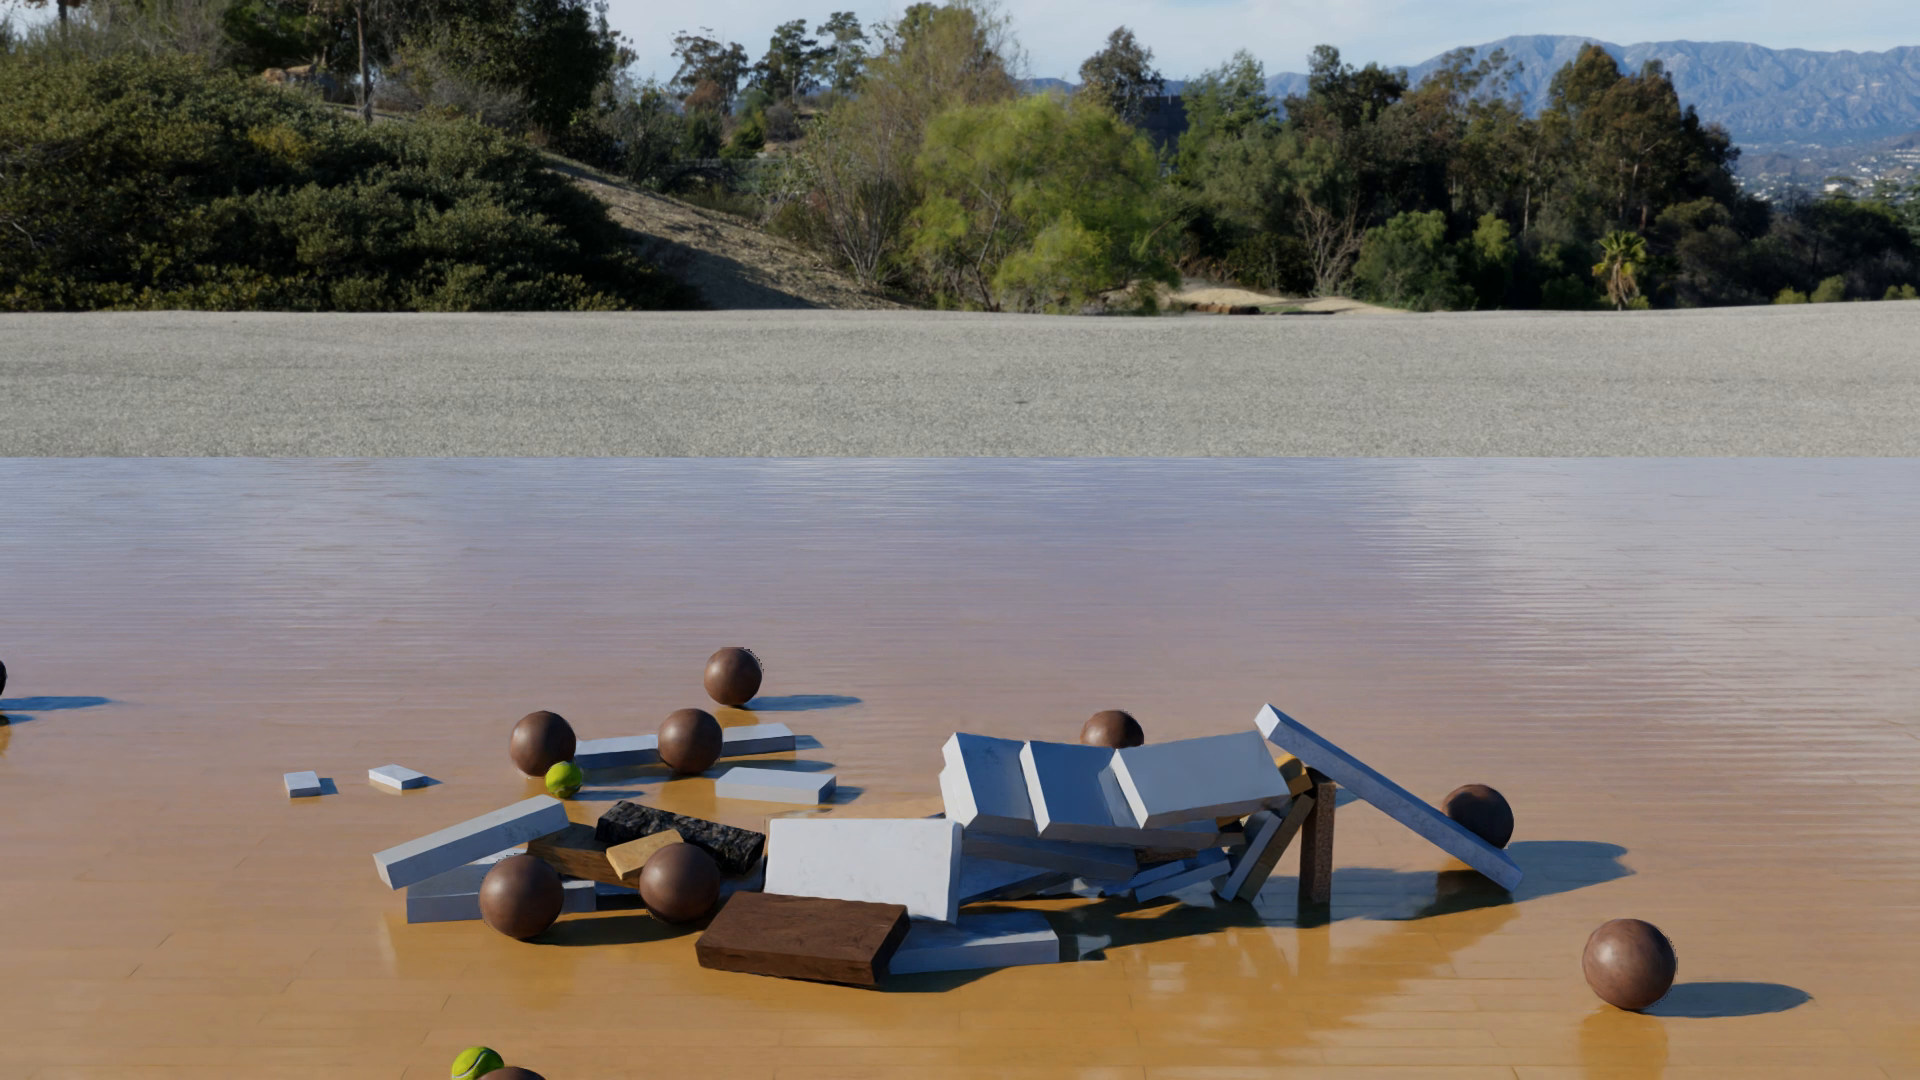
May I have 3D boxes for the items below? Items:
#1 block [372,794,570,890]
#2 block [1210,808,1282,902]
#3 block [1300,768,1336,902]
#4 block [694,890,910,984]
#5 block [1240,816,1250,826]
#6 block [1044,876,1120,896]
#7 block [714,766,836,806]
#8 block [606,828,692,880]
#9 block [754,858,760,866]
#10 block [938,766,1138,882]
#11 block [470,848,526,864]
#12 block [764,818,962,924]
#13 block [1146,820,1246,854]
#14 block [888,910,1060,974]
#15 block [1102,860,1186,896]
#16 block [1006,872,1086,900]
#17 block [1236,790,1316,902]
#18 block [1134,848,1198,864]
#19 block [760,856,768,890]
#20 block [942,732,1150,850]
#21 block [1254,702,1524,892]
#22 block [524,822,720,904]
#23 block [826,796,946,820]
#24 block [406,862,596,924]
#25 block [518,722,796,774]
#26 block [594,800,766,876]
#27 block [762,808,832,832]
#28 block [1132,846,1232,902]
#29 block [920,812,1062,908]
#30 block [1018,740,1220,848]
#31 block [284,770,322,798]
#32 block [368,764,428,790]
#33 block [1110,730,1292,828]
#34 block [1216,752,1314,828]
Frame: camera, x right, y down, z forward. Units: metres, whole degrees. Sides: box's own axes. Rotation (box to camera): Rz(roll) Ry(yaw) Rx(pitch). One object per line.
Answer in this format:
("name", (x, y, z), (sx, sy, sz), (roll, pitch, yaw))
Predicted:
("block", (-0.809, 0.497, 3.640), (0.299, 0.042, 0.149), (-19, 6, -22))
("block", (0.475, 0.515, 3.655), (0.023, 0.163, 0.081), (30, 7, -9))
("block", (0.594, 0.490, 3.656), (0.029, 0.202, 0.101), (0, 10, -4))
("block", (-0.238, 0.603, 3.344), (0.292, 0.041, 0.146), (1, 26, 22))
("block", (0.573, 0.481, 4.151), (0.131, 0.037, 0.263), (10, 14, 43))
("block", (0.214, 0.558, 3.666), (0.139, 0.020, 0.069), (-13, 13, 19))
("block", (-0.353, 0.472, 4.223), (0.209, 0.030, 0.104), (3, 11, 15))
("block", (-0.510, 0.515, 3.607), (0.123, 0.017, 0.062), (-14, 42, -29))
("block", (-0.416, 0.552, 3.824), (0.123, 0.017, 0.062), (5, 11, 24))
("block", (0.128, 0.456, 3.552), (0.328, 0.041, 0.146), (14, 43, -28))
("block", (-0.816, 0.551, 3.837), (0.115, 0.016, 0.058), (4, 11, 22))
("block", (-0.153, 0.517, 3.440), (0.310, 0.155, 0.044), (-2, -18, 20))
("block", (0.386, 0.486, 3.650), (0.163, 0.023, 0.081), (-6, 16, 0))
("block", (0.011, 0.621, 3.400), (0.261, 0.037, 0.131), (-2, 11, -11))
("block", (0.302, 0.552, 3.667), (0.139, 0.020, 0.069), (-18, 11, 0))
("block", (0.153, 0.551, 3.676), (0.170, 0.024, 0.085), (-18, 12, -4))
("block", (0.516, 0.497, 3.659), (0.029, 0.202, 0.101), (30, 7, -9))
("block", (0.324, 0.512, 3.663), (0.139, 0.020, 0.069), (-6, 16, 2))
("block", (-0.206, 0.538, 3.682), (0.248, 0.035, 0.124), (-14, 12, 1))
("block", (0.148, 0.407, 3.549), (0.354, 0.044, 0.155), (11, 45, -31))
("block", (0.720, 0.431, 3.698), (0.493, 0.037, 0.131), (32, 6, -6))
("block", (-0.560, 0.535, 3.675), (0.299, 0.042, 0.149), (12, 8, 3))
("block", (-0.106, 0.475, 3.682), (0.247, 0.035, 0.124), (-8, 12, 12))
("block", (-0.754, 0.577, 3.626), (0.299, 0.042, 0.149), (-2, 11, -11))
("block", (-0.616, 0.424, 4.483), (0.550, 0.030, 0.104), (-4, 11, -19))
("block", (-0.472, 0.504, 3.728), (0.261, 0.037, 0.131), (12, 8, 6))
("block", (-0.236, 0.499, 3.937), (0.209, 0.030, 0.104), (-5, -4, 20))
("block", (0.365, 0.554, 3.664), (0.163, 0.023, 0.081), (-19, 11, -1))
("block", (0.019, 0.505, 3.544), (0.292, 0.146, 0.041), (-12, -25, -30))
("block", (0.255, 0.409, 3.530), (0.310, 0.044, 0.155), (7, 47, -25))
("block", (-1.273, 0.472, 4.257), (0.058, 0.016, 0.115), (-4, 11, -22))
("block", (-1.101, 0.463, 4.306), (0.115, 0.016, 0.058), (10, 14, 43))
("block", (0.388, 0.384, 3.539), (0.263, 0.037, 0.131), (-5, 49, -24))
("block", (0.477, 0.419, 3.645), (0.202, 0.029, 0.101), (-24, 16, 3))
